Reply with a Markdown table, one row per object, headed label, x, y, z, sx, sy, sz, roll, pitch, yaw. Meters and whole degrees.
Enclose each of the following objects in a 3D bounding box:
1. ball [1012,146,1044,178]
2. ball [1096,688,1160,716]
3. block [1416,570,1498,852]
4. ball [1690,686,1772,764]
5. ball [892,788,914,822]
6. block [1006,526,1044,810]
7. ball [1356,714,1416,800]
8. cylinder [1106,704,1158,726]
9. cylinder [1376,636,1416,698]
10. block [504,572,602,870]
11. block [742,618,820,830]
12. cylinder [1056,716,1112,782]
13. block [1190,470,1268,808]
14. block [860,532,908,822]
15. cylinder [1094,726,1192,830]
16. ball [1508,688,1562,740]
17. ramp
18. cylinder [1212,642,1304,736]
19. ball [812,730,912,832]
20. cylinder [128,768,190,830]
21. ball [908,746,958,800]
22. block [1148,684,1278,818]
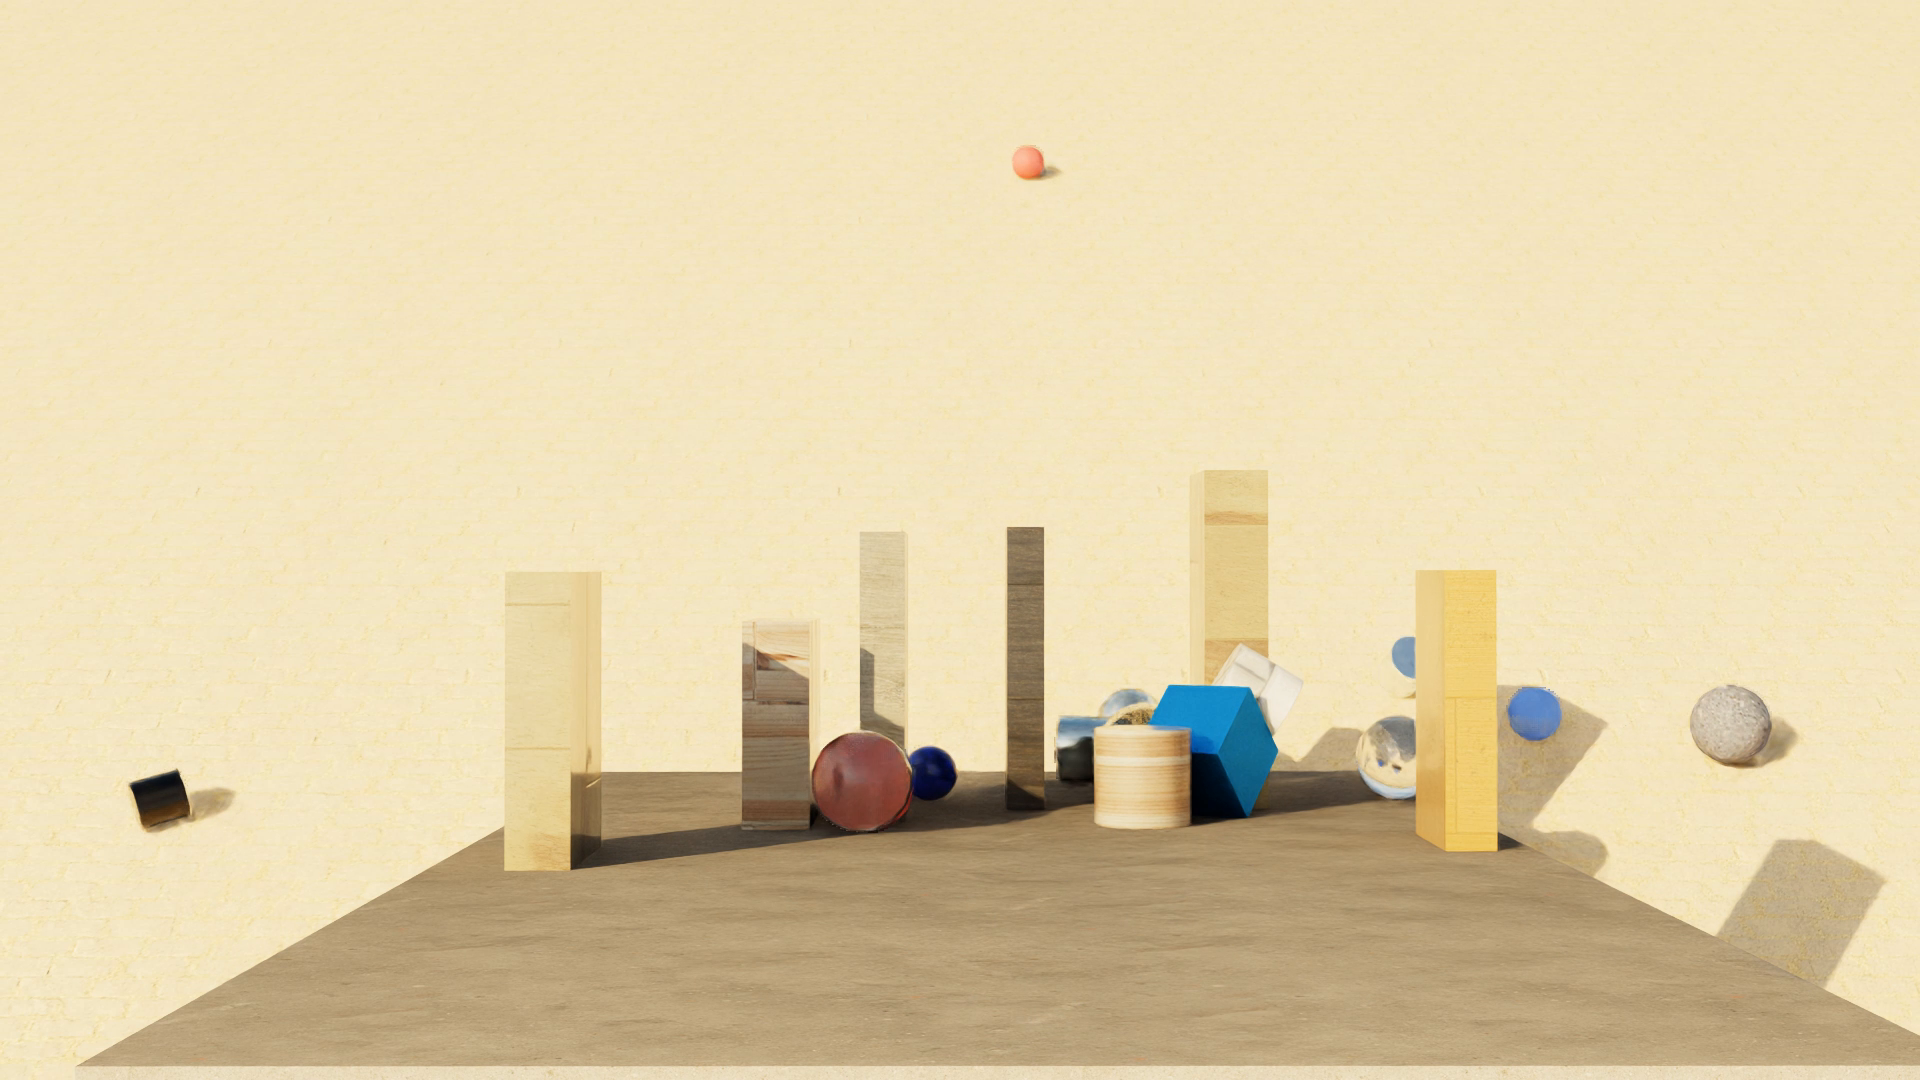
| label | x | y | z | sx | sy | sz | roll | pitch | yaw |
| --- | --- | --- | --- | --- | --- | --- | --- | --- | --- |
| ball | 0.264 | -1.468 | 10.078 | 0.124 | 0.124 | 0.124 | 0 | 32 | 0 |
| ball | 0.453 | 0.485 | 6.883 | 0.185 | 0.185 | 0.185 | 0 | 32 | 0 |
| block | 0.947 | 0.318 | 4.958 | 0.096 | 0.520 | 0.311 | 0 | -1 | 0 |
| ball | 2.039 | 0.488 | 6.859 | 0.207 | 0.207 | 0.207 | 0 | 32 | 0 |
| ball | -0.168 | 0.510 | 5.287 | 0.144 | 0.144 | 0.144 | 0 | 32 | 0 |
| block | 0.143 | 0.280 | 5.759 | 0.081 | 0.615 | 0.243 | 0 | -1 | 0 |
| ball | 0.996 | 0.493 | 5.886 | 0.191 | 0.191 | 0.191 | 0 | 32 | 0 |
| cylinder | 0.427 | 0.486 | 5.960 | 0.210 | 0.210 | 0.210 | 1 | -1 | 1 |
| cylinder | 1.225 | 0.348 | 7.109 | 0.129 | 0.129 | 0.129 | 4 | 62 | -8 |
| block | -0.733 | 0.316 | 4.693 | 0.114 | 0.518 | 0.390 | 0 | -1 | 0 |
| block | -0.370 | 0.375 | 5.405 | 0.136 | 0.418 | 0.407 | 0 | -1 | 0 |
| cylinder | 0.330 | 0.515 | 6.397 | 0.160 | 0.160 | 0.160 | -1 | 31 | 13 |
| block | 0.603 | 0.219 | 5.835 | 0.140 | 0.739 | 0.361 | 0 | -1 | 0 |
| block | -0.161 | 0.285 | 5.535 | 0.094 | 0.601 | 0.346 | 0 | -1 | 0 |
| cylinder | 0.375 | 0.484 | 5.307 | 0.197 | 0.197 | 0.197 | 0 | -1 | 0 |
| ball | 1.542 | 0.467 | 6.954 | 0.141 | 0.141 | 0.141 | 0 | 32 | 0 |
| ramp | 0.071 | 0.625 | 4.715 | 2.000 | 0.100 | 4.000 | 0 | -1 | 0 |
| cylinder | 0.632 | 0.328 | 5.576 | 0.156 | 0.156 | 0.156 | 31 | 36 | 0 |
| ball | -0.194 | 0.476 | 5.121 | 0.200 | 0.200 | 0.200 | 0 | 32 | 0 |
| cylinder | -2.056 | 0.665 | 6.651 | 0.125 | 0.125 | 0.125 | -15 | 35 | -25 |
| ball | -0.068 | 0.527 | 5.862 | 0.125 | 0.125 | 0.125 | 0 | 32 | 0 |
| block | 0.525 | 0.447 | 5.492 | 0.195 | 0.195 | 0.195 | 0 | 42 | 34 |
